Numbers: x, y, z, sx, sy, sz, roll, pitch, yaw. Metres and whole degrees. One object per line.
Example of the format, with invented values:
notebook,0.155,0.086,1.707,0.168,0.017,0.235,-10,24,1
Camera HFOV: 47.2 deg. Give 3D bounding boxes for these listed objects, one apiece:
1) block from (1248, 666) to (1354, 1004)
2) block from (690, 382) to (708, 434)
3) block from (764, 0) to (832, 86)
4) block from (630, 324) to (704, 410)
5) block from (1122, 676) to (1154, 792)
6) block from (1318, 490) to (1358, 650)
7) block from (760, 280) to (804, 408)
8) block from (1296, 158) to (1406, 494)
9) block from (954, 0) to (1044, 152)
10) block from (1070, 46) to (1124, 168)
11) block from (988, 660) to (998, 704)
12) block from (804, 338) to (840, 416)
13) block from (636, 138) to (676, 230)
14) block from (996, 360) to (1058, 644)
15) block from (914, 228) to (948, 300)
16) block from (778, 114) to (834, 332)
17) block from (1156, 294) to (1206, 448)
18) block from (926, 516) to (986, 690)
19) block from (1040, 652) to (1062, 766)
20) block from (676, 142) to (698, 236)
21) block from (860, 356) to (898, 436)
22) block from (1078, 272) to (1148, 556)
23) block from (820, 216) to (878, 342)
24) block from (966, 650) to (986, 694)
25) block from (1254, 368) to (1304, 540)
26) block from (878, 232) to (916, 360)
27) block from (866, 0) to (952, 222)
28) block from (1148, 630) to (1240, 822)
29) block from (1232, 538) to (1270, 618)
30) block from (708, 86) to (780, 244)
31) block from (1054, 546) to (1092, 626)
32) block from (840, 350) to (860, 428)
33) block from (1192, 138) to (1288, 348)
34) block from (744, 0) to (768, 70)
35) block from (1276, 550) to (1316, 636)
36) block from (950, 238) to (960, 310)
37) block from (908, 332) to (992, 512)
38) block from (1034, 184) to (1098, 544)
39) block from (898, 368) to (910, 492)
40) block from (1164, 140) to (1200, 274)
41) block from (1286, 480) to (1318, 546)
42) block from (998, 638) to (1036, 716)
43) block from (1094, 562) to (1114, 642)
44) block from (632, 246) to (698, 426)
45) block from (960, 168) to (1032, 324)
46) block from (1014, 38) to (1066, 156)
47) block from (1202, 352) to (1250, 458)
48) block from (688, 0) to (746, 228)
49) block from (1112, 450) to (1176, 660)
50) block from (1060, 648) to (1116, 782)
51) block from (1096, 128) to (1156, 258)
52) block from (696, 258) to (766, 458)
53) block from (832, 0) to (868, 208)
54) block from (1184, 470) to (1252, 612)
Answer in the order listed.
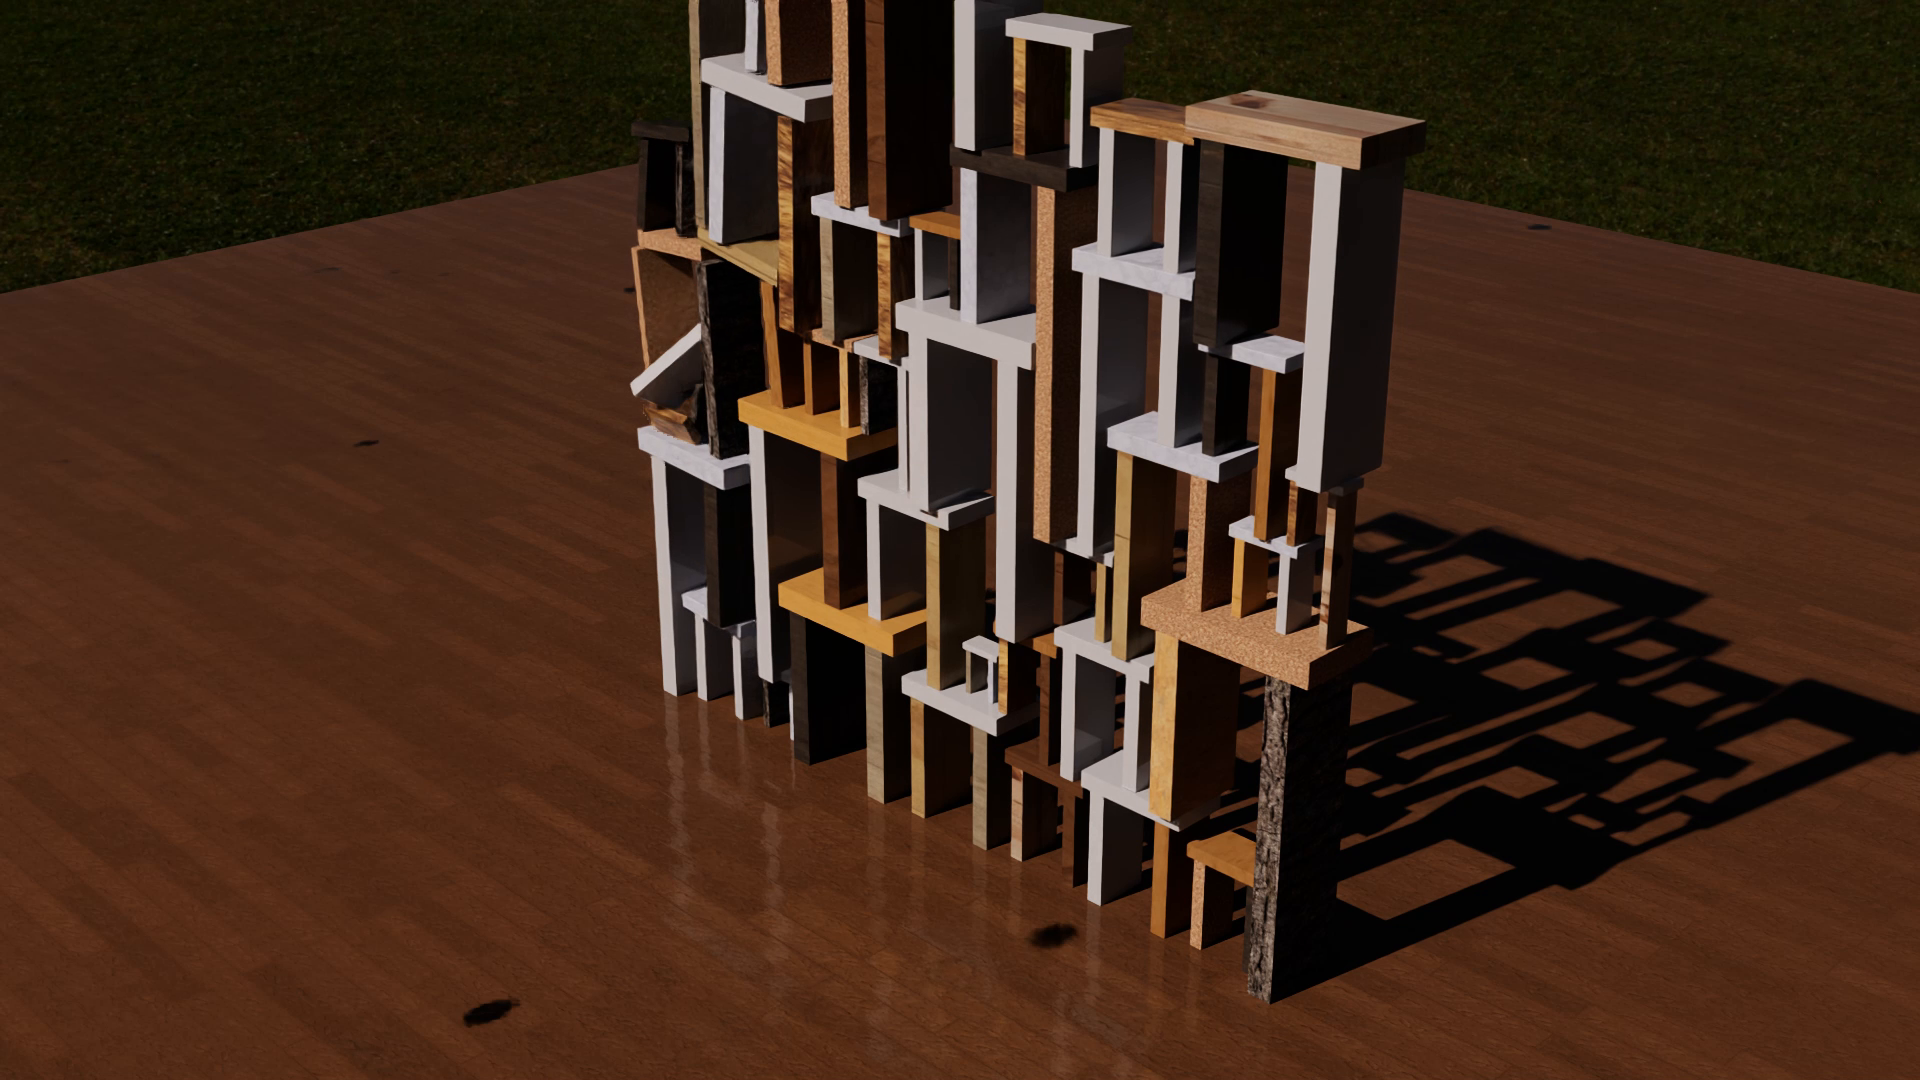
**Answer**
block,0.587,0.492,3.798,0.179,0.626,0.051,-21,31,-41
block,-0.539,-0.286,4.678,0.067,0.134,0.019,-28,58,-37
block,-0.295,-1.010,4.118,0.147,0.294,0.042,-19,28,-40
block,-0.569,-0.368,4.626,0.118,0.237,0.034,17,44,-49
block,0.347,0.334,3.994,0.032,0.229,0.114,21,31,40
block,0.613,0.045,3.570,0.057,0.275,0.016,-21,31,-41
block,-0.328,-0.407,4.421,0.128,0.256,0.036,-20,25,-39
block,0.607,-0.342,3.422,0.166,0.520,0.047,-21,31,-41
block,0.068,-0.854,3.784,0.169,0.338,0.048,-21,31,-40
block,0.228,-0.727,3.667,0.098,0.196,0.028,-21,31,-40
block,0.075,0.267,4.250,0.013,0.091,0.045,21,31,41
block,-0.273,-0.335,4.379,0.079,0.158,0.022,-21,31,-41
block,-0.627,-0.753,4.611,0.097,0.194,0.028,-18,34,-42
block,0.144,-0.087,4.035,0.171,0.540,0.049,-21,31,-41
block,-0.052,-0.514,4.055,0.019,0.134,0.067,21,31,40
block,-0.276,-0.622,4.256,0.155,0.421,0.044,-20,32,-39
block,0.390,-0.296,3.681,0.037,0.261,0.131,21,31,40
block,-0.007,0.113,4.285,0.126,0.347,0.036,-21,31,-40
block,0.187,0.308,4.151,0.023,0.231,0.081,21,31,41
block,-0.534,-0.727,4.524,0.097,0.194,0.028,-10,24,-31
block,-0.157,-0.290,4.273,0.080,0.159,0.023,-21,31,-40
block,0.267,-0.229,3.843,0.037,0.512,0.130,21,31,41
block,-0.212,-0.513,4.232,0.034,0.240,0.120,21,31,40
block,0.032,0.250,4.290,0.013,0.091,0.045,21,31,41
block,0.524,-0.149,3.590,0.088,0.293,0.025,-21,31,-40
block,-0.098,-0.470,4.128,0.120,0.239,0.034,-21,31,-40
block,-0.090,-0.841,3.964,0.048,0.504,0.169,21,31,40
block,0.419,0.303,3.902,0.179,0.358,0.051,-21,31,-41
block,0.492,0.055,3.718,0.071,0.141,0.020,-21,31,-41
block,-0.422,-0.755,4.363,0.155,0.310,0.044,-21,35,-40
block,0.207,0.074,4.036,0.077,0.153,0.022,-21,31,-40
block,-0.198,-0.305,4.309,0.022,0.158,0.079,21,31,40
block,0.451,-0.489,3.530,0.166,0.332,0.047,-21,31,-41
block,-0.355,-1.014,4.185,0.032,0.227,0.113,20,26,36
block,0.558,0.081,3.656,0.071,0.141,0.020,-21,31,-41
block,0.012,-0.490,3.998,0.067,0.134,0.019,-21,31,-40
block,-0.017,-0.241,4.145,0.049,0.343,0.171,21,31,40
block,0.195,-0.315,3.874,0.139,0.646,0.039,-21,31,-40
block,-0.082,-0.220,4.220,0.023,0.247,0.080,21,31,41
block,0.379,-0.549,3.574,0.030,0.214,0.107,21,31,40
block,0.559,-0.051,3.588,0.057,0.113,0.016,-21,31,-40
block,0.111,0.246,4.208,0.081,0.162,0.023,-21,31,-41
block,0.279,0.102,3.969,0.077,0.153,0.022,-21,31,-41
block,-0.622,-0.442,4.721,0.118,0.390,0.034,-13,22,-24
block,0.064,-0.536,3.922,0.139,0.277,0.039,-21,31,-41
block,0.135,-0.763,3.752,0.098,0.196,0.028,-21,31,-40
block,0.442,-0.234,3.643,0.025,0.176,0.088,21,31,40
block,-0.478,-0.913,4.361,0.113,0.580,0.032,-20,32,-38
block,0.325,0.014,3.873,0.034,0.391,0.122,21,31,41
block,0.240,0.309,4.101,0.114,0.267,0.032,-21,31,-41
block,0.278,-0.588,3.665,0.030,0.214,0.107,21,31,40
block,-0.469,-0.381,4.551,0.128,0.408,0.036,-17,25,-37
block,-0.165,-0.863,4.040,0.042,0.484,0.147,22,31,40
block,0.440,-0.010,3.740,0.122,0.243,0.034,-21,31,-41
